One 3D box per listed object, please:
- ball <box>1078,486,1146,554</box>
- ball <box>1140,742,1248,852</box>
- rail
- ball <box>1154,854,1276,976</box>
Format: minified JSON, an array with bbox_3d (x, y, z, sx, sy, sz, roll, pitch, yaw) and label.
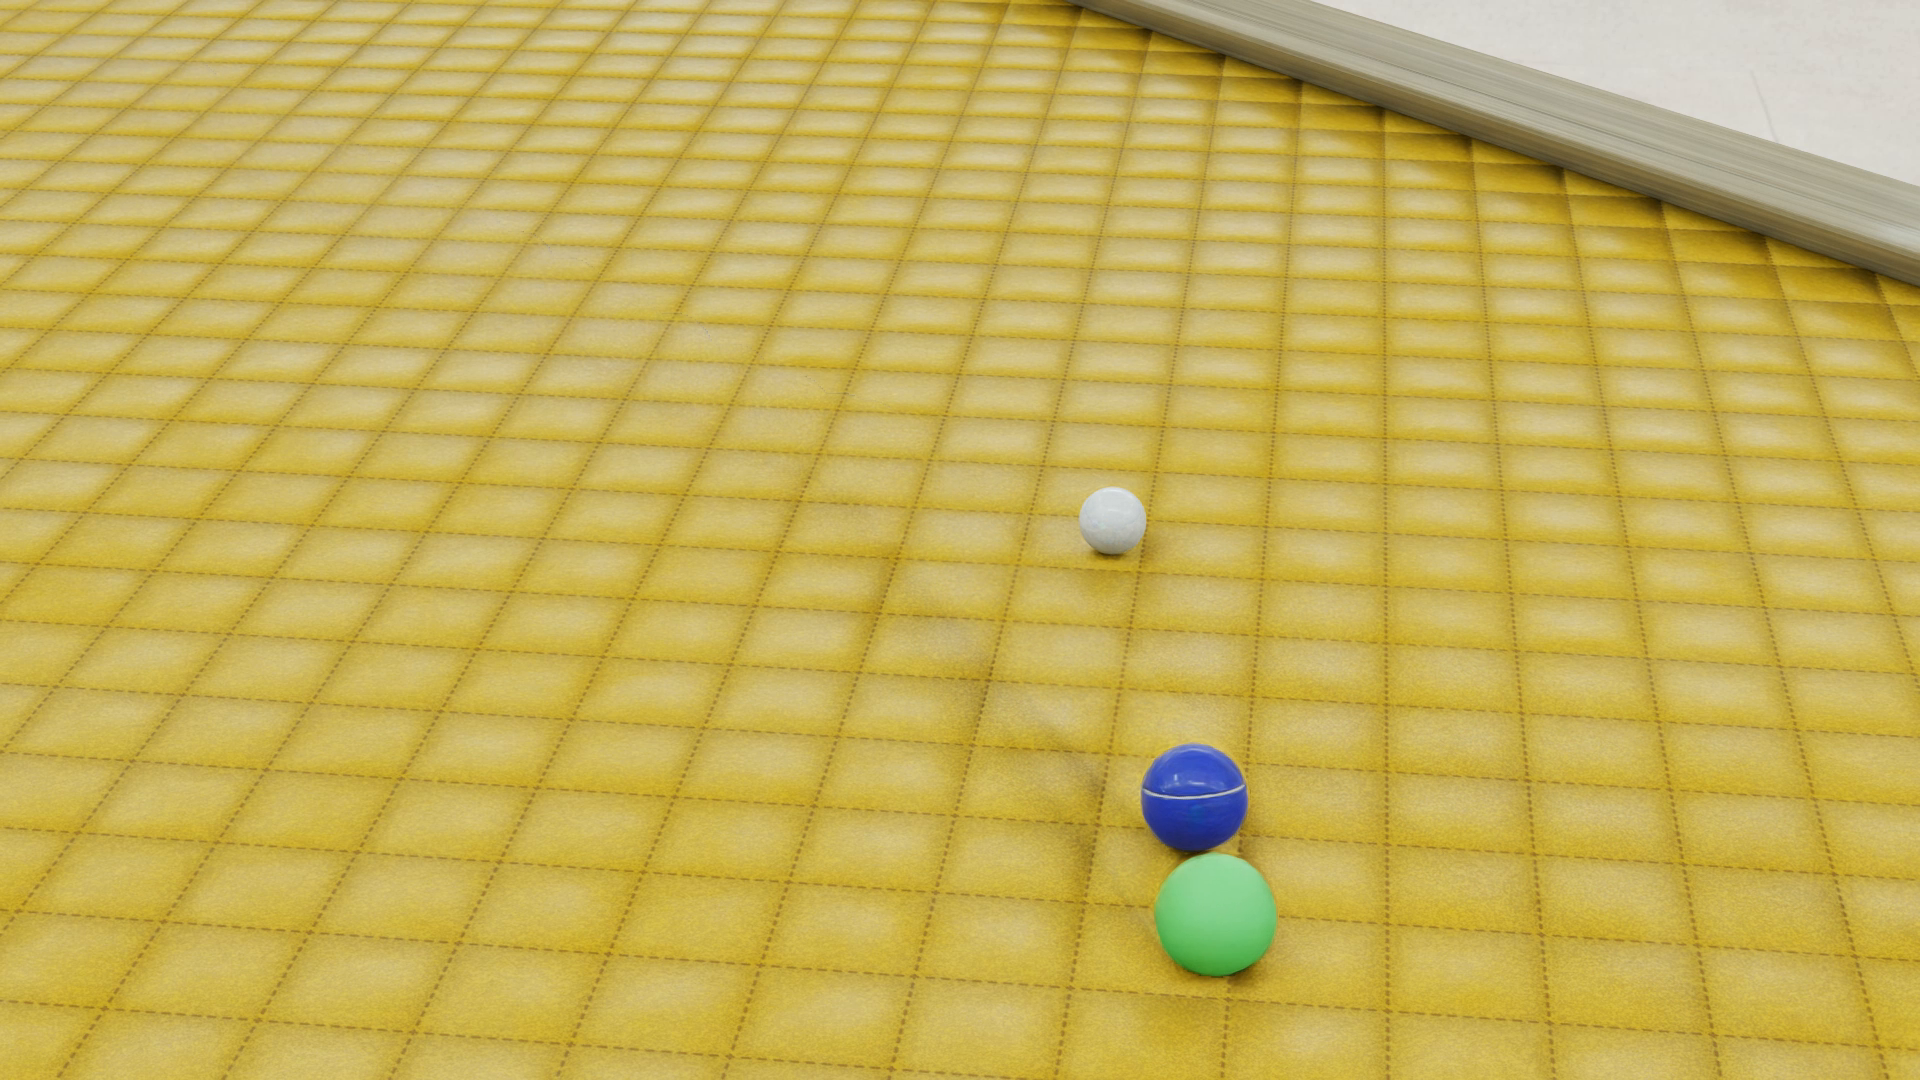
[{"bbox_3d":[0.111,-0.014,2.147,0.050,0.050,0.050,0,26,0],"label":"ball"},{"bbox_3d":[0.141,0.155,1.777,0.065,0.065,0.065,0,26,0],"label":"ball"},{"bbox_3d":[0.173,-0.642,3.403,0.045,0.089,4.150,-19,31,-33],"label":"rail"},{"bbox_3d":[0.144,0.211,1.658,0.069,0.069,0.069,0,26,0],"label":"ball"}]
